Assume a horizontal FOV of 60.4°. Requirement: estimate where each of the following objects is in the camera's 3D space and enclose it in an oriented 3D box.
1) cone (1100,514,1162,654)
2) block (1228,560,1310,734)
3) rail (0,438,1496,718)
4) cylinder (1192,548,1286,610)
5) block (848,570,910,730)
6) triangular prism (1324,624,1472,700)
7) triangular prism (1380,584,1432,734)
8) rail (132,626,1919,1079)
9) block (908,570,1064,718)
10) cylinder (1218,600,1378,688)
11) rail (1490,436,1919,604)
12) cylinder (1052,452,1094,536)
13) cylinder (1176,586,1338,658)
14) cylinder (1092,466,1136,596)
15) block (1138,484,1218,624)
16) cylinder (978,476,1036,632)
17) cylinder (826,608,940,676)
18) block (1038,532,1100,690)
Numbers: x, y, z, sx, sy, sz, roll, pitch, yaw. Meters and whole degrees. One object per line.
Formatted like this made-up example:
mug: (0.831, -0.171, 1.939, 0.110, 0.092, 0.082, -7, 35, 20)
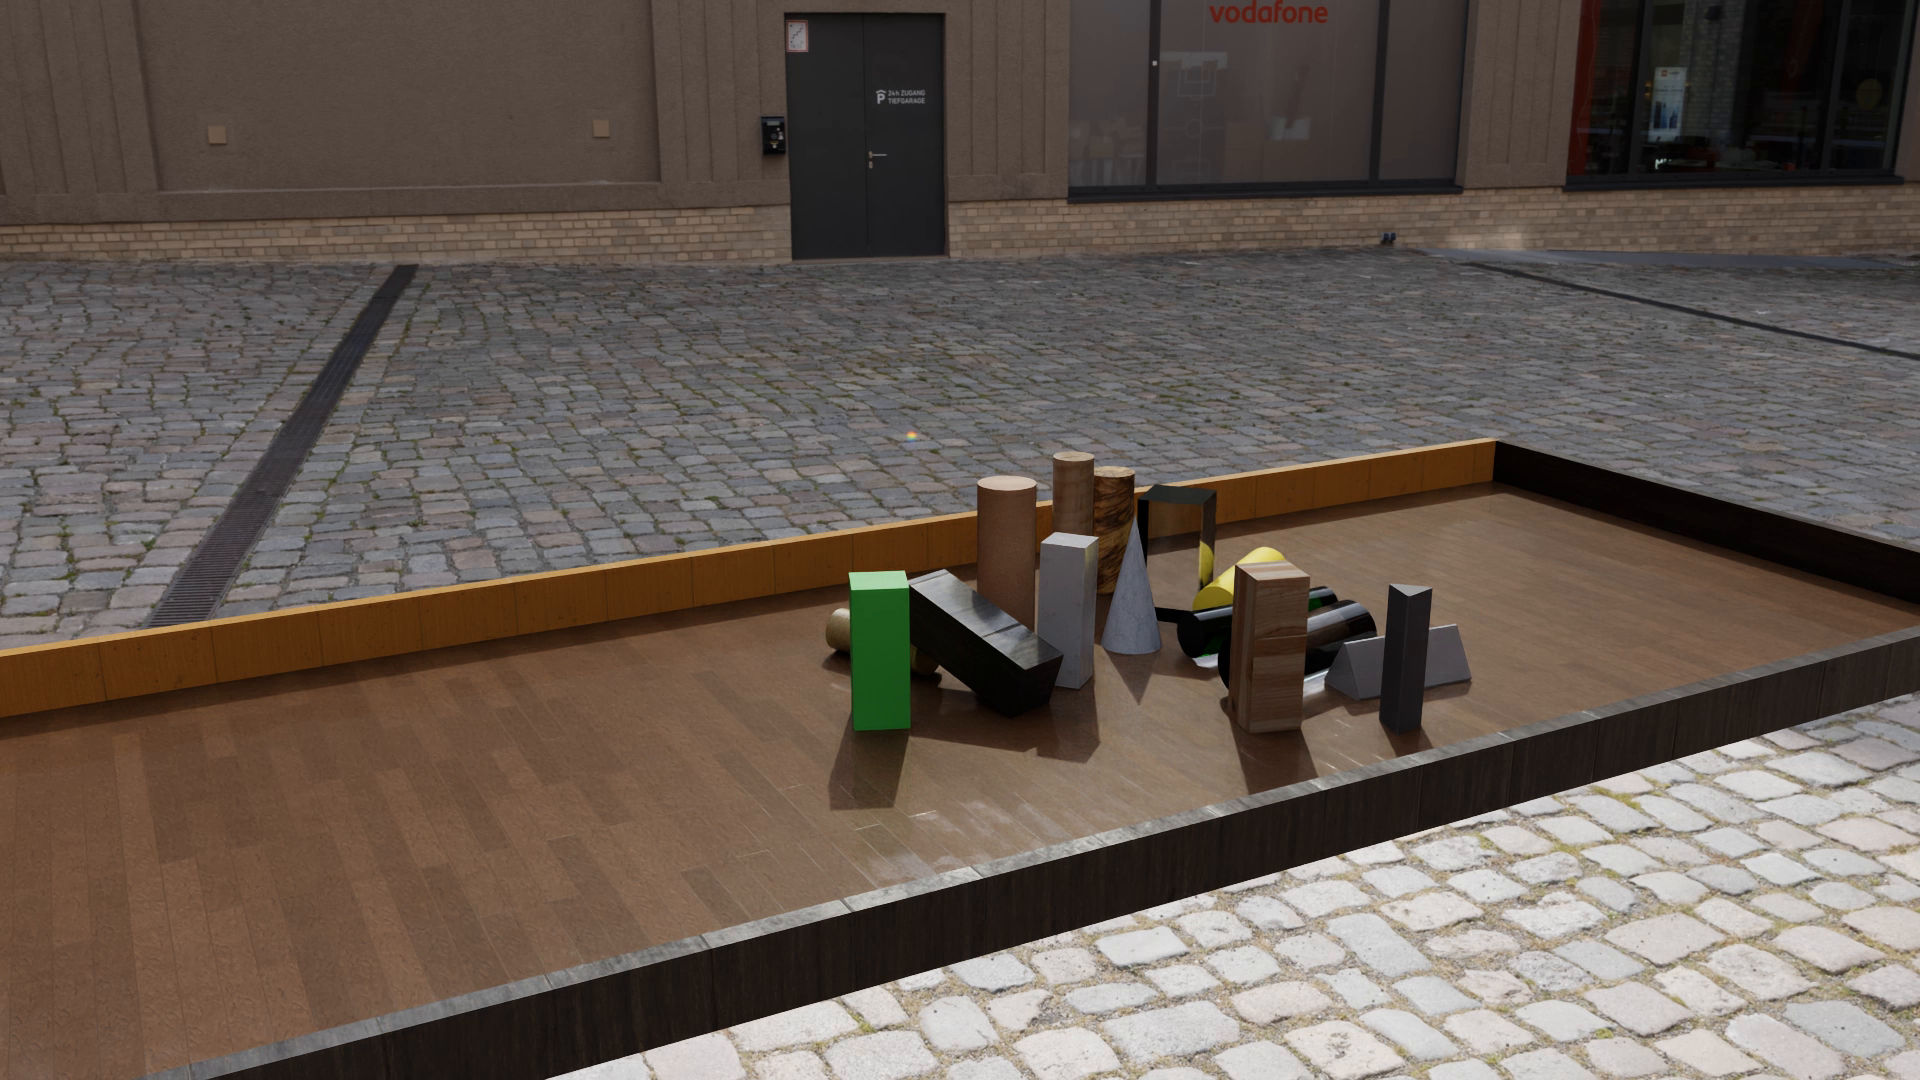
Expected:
cone: (0.458, 0.104, 4.361, 0.164, 0.361, 0.164, 0, 16, 0)
block: (0.718, 0.248, 3.847, 0.130, 0.374, 0.130, -4, 17, -13)
rail: (-3.305, 0.497, 3.399, 12.000, 0.150, 0.050, -9, 18, -27)
cylinder: (0.796, 0.138, 4.649, 0.134, 0.134, 0.421, 9, 19, 28)
block: (-0.188, 0.258, 3.863, 0.132, 0.345, 0.132, -2, 16, -6)
triangular prism: (1.100, 0.292, 4.127, 0.343, 0.124, 0.144, -7, 17, -23)
triangular prism: (1.021, 0.271, 3.832, 0.094, 0.338, 0.082, -14, 22, -40)
rail: (-2.336, 1.006, 1.665, 12.000, 0.150, 0.050, -9, 18, -27)
block: (0.040, 0.249, 4.038, 0.415, 0.143, 0.143, 35, 34, 32)
cylinder: (0.849, 0.273, 4.136, 0.422, 0.164, 0.164, -13, 21, -38)
rail: (2.466, -0.048, 5.253, 0.050, 0.150, 2.100, -9, 18, -27)
cylinder: (0.313, -0.015, 4.606, 0.114, 0.450, 0.114, 0, 16, 0)
cylinder: (0.800, 0.217, 4.401, 0.454, 0.121, 0.121, -9, 19, -28)
cylinder: (0.439, -0.027, 4.815, 0.132, 0.356, 0.132, 0, 16, 0)
block: (0.603, 0.039, 4.613, 0.178, 0.343, 0.178, 7, 18, 21)
cylinder: (0.121, 0.067, 4.330, 0.153, 0.449, 0.153, 0, 16, 0)
cylinder: (-0.197, 0.261, 4.266, 0.307, 0.113, 0.113, 12, 20, 36)
block: (0.267, 0.175, 4.109, 0.114, 0.362, 0.114, 7, 16, 20)
